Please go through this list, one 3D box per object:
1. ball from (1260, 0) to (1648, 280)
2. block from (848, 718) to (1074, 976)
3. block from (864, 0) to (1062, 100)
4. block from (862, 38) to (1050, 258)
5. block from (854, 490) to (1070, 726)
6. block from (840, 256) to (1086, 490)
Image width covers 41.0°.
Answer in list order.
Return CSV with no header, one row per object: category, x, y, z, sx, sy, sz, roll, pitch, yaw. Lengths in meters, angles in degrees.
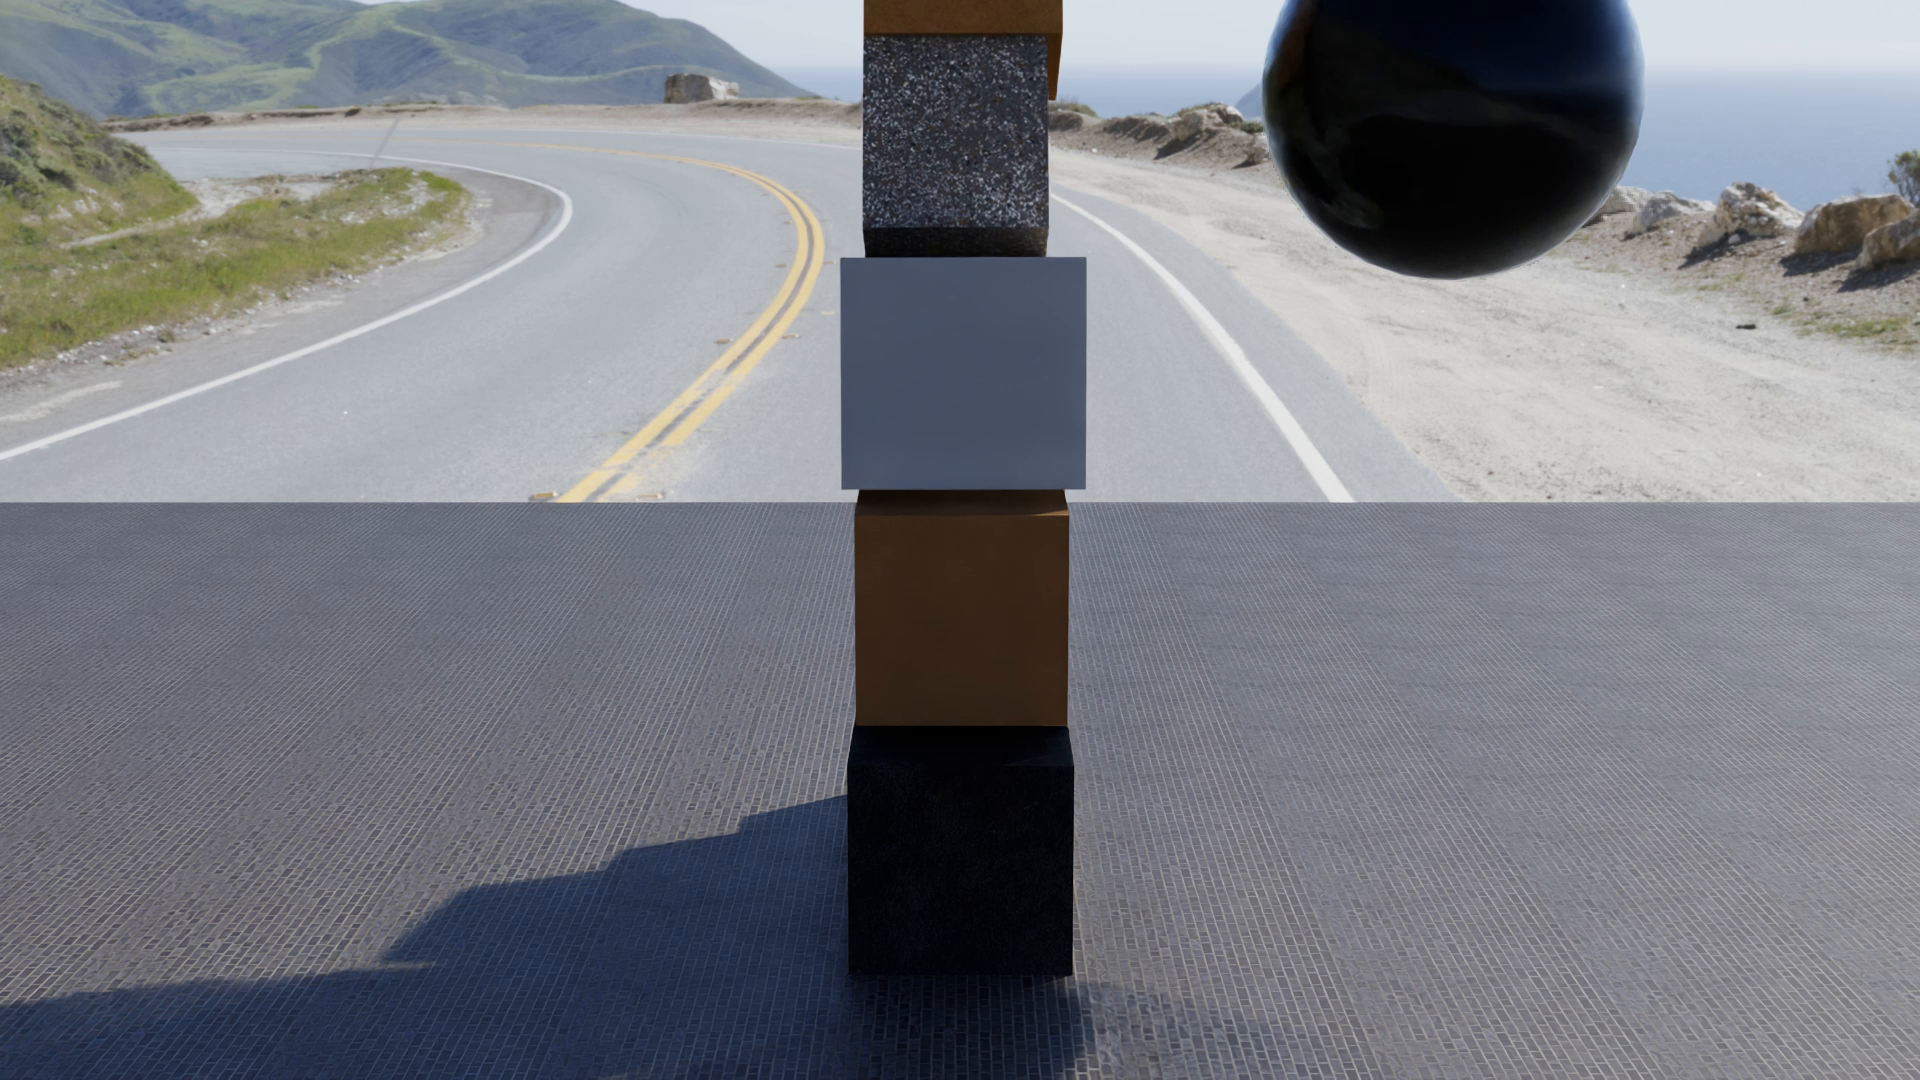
ball,2.074,-1.899,10.835,1.600,1.600,1.600,0,10,0
block,0.003,1.219,10.474,0.883,0.854,0.875,0,10,0
block,0.012,-2.438,11.255,0.840,0.775,0.793,0,-11,0
block,-0.019,-1.647,11.102,0.778,0.836,0.694,0,-11,0
block,0.007,0.238,10.476,0.839,0.851,0.789,0,12,0
block,0.014,-0.708,10.641,0.967,0.914,1.069,0,6,0
